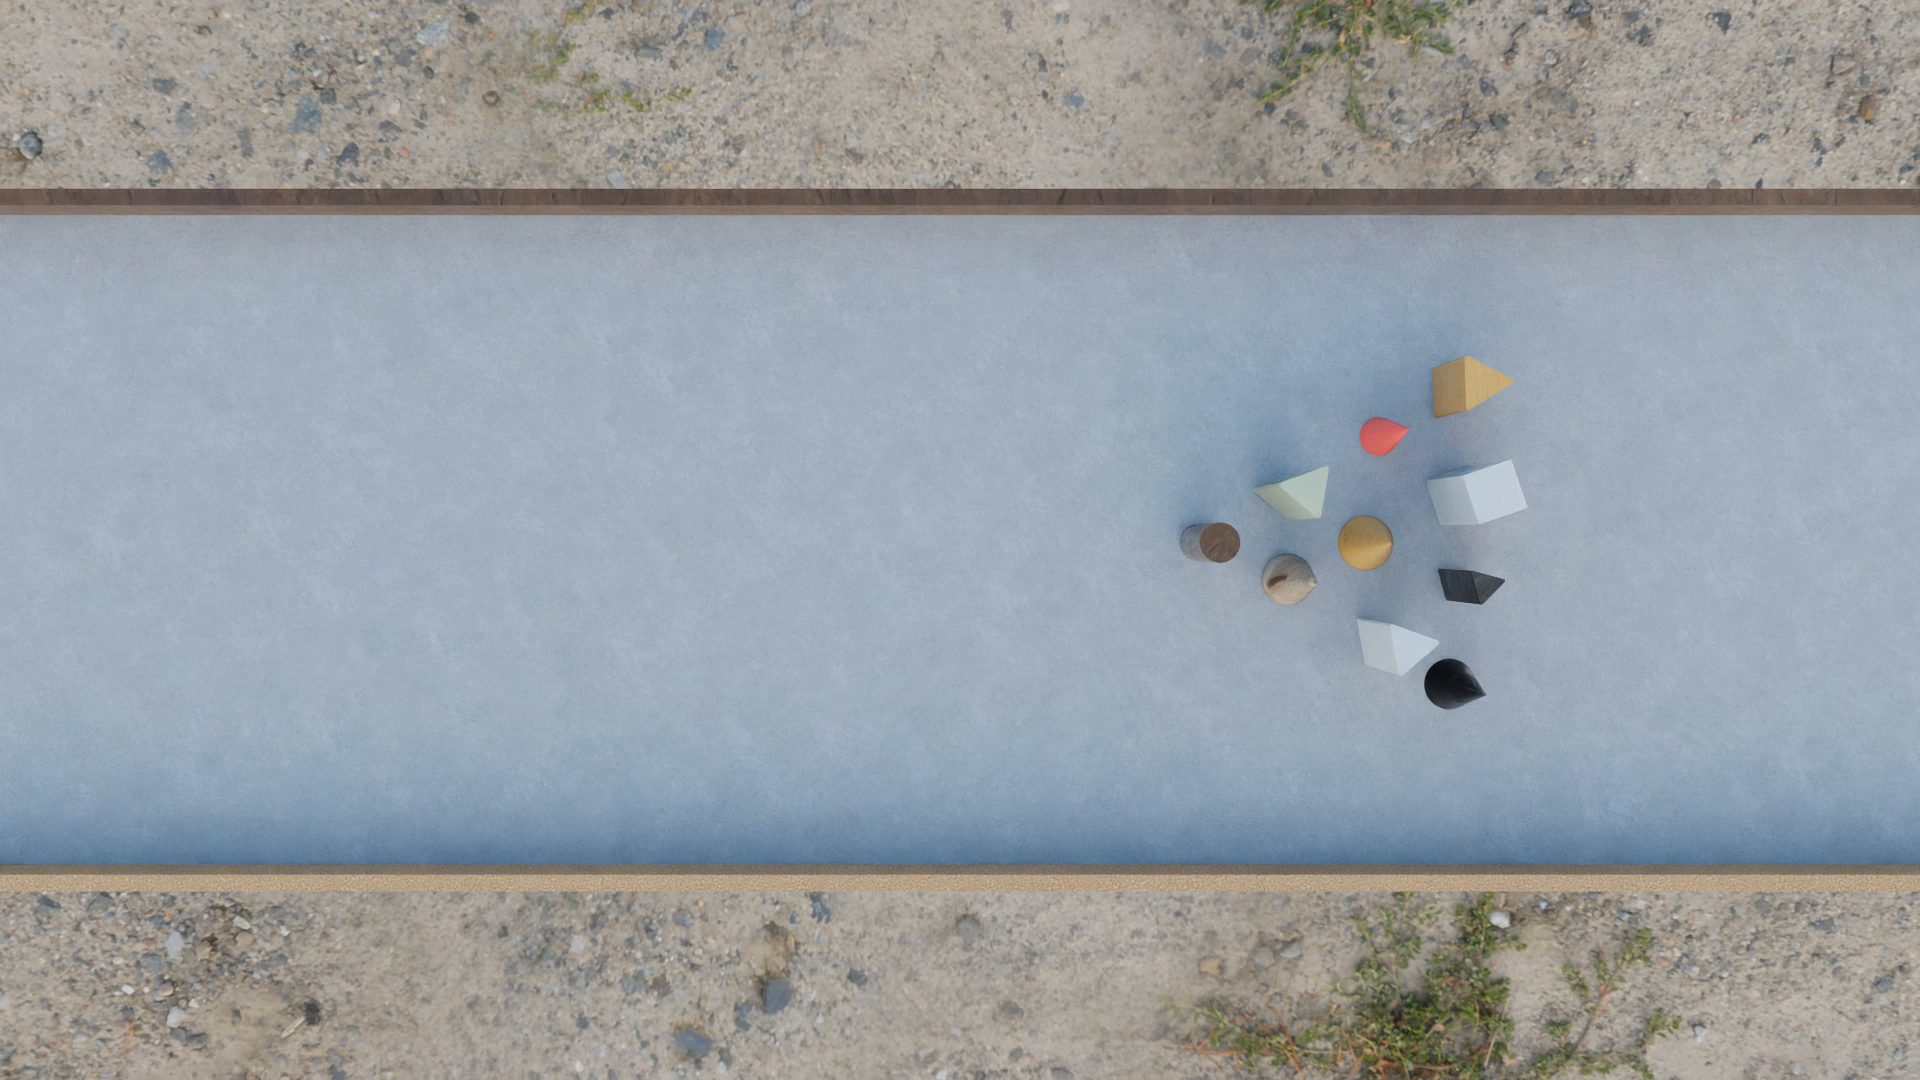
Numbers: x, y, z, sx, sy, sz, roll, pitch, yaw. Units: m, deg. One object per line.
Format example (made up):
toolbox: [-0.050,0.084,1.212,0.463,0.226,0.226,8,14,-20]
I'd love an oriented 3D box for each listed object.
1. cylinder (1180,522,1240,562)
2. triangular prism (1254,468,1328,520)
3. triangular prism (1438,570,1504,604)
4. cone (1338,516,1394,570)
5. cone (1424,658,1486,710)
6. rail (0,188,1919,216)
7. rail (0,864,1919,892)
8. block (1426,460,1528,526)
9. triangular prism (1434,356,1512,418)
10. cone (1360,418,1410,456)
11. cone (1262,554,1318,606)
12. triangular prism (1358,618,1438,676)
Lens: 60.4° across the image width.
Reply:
cylinder: [0.733,0.008,4.863,0.114,0.428,0.114,0,90,0]
triangular prism: [0.999,-0.158,4.868,0.147,0.416,0.127,40,90,0]
triangular prism: [1.503,0.121,4.910,0.086,0.333,0.099,45,90,0]
cone: [1.249,0.009,4.925,0.171,0.304,0.171,0,90,0]
cone: [1.507,0.444,4.899,0.157,0.355,0.157,0,90,0]
rail: [-2.247,-1.025,5.002,12.000,0.150,0.050,0,90,0]
rail: [-2.247,1.025,5.001,12.000,0.150,0.050,0,90,0]
block: [1.525,-0.137,4.887,0.146,0.379,0.146,-19,90,0]
triangular prism: [1.493,-0.473,4.914,0.155,0.324,0.135,-32,90,0]
cone: [1.289,-0.319,4.901,0.119,0.351,0.119,0,90,0]
cone: [1.008,0.121,4.858,0.160,0.438,0.160,0,90,0]
triangular prism: [1.265,0.290,4.882,0.147,0.390,0.127,-40,90,0]
